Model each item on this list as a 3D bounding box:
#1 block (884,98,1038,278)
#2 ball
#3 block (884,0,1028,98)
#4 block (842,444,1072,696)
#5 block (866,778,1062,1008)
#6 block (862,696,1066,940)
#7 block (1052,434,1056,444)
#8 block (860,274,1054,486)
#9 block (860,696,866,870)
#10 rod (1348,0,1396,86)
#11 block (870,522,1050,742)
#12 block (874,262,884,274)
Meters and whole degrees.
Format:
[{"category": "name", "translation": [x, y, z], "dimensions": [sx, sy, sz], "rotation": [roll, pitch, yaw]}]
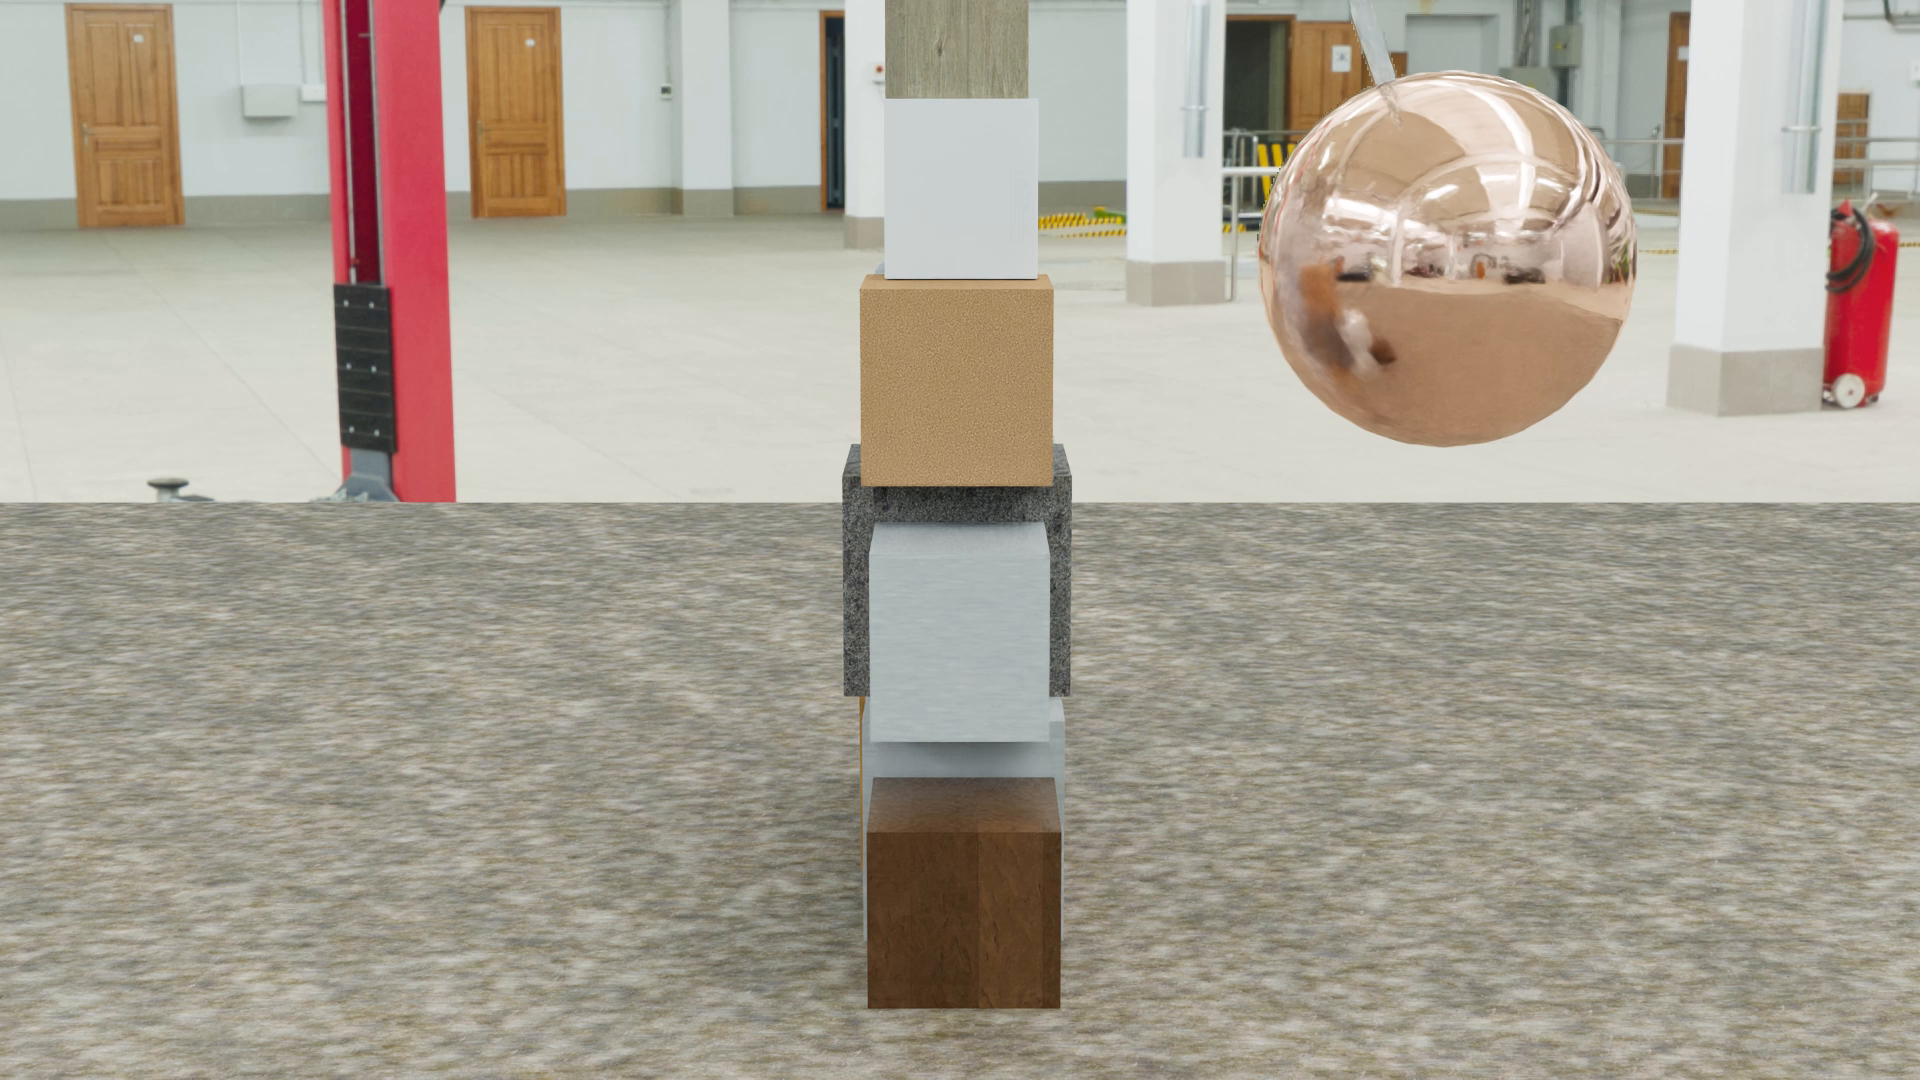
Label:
[{"category": "block", "translation": [0.004, -1.501, 10.914], "dimensions": [0.633, 0.735, 0.704], "rotation": [0, 9, 0]}, {"category": "ball", "translation": [2.074, -1.195, 10.963], "dimensions": [1.600, 1.600, 1.600], "rotation": [0, 10, 0]}, {"category": "block", "translation": [-0.013, -2.118, 10.814], "dimensions": [0.588, 0.516, 0.594], "rotation": [0, 9, 0]}, {"category": "block", "translation": [-0.012, 0.112, 11.144], "dimensions": [0.950, 0.936, 0.951], "rotation": [0, 10, 0]}, {"category": "block", "translation": [0.015, 1.372, 10.075], "dimensions": [0.733, 0.695, 0.766], "rotation": [0, 10, 0]}, {"category": "block", "translation": [0.014, 1.104, 10.900], "dimensions": [0.820, 0.928, 0.934], "rotation": [0, 10, 0]}, {"category": "block", "translation": [0.010, -0.012, 12.041], "dimensions": [0.862, 0.921, 0.837], "rotation": [0, 10, 0]}, {"category": "block", "translation": [-0.013, -0.676, 10.647], "dimensions": [0.772, 0.793, 0.773], "rotation": [0, 10, 0]}, {"category": "block", "translation": [-0.007, 0.952, 11.823], "dimensions": [0.873, 0.897, 0.918], "rotation": [0, 10, 0]}, {"category": "rod", "translation": [0.899, -4.334, 10.392], "dimensions": [0.080, 5.200, 0.080], "rotation": [-20, 10, 4]}, {"category": "block", "translation": [-0.001, 0.357, 10.325], "dimensions": [0.699, 0.746, 0.726], "rotation": [0, 10, 0]}, {"category": "block", "translation": [-0.019, -0.815, 11.430], "dimensions": [0.703, 0.786, 0.799], "rotation": [0, 10, 0]}]
